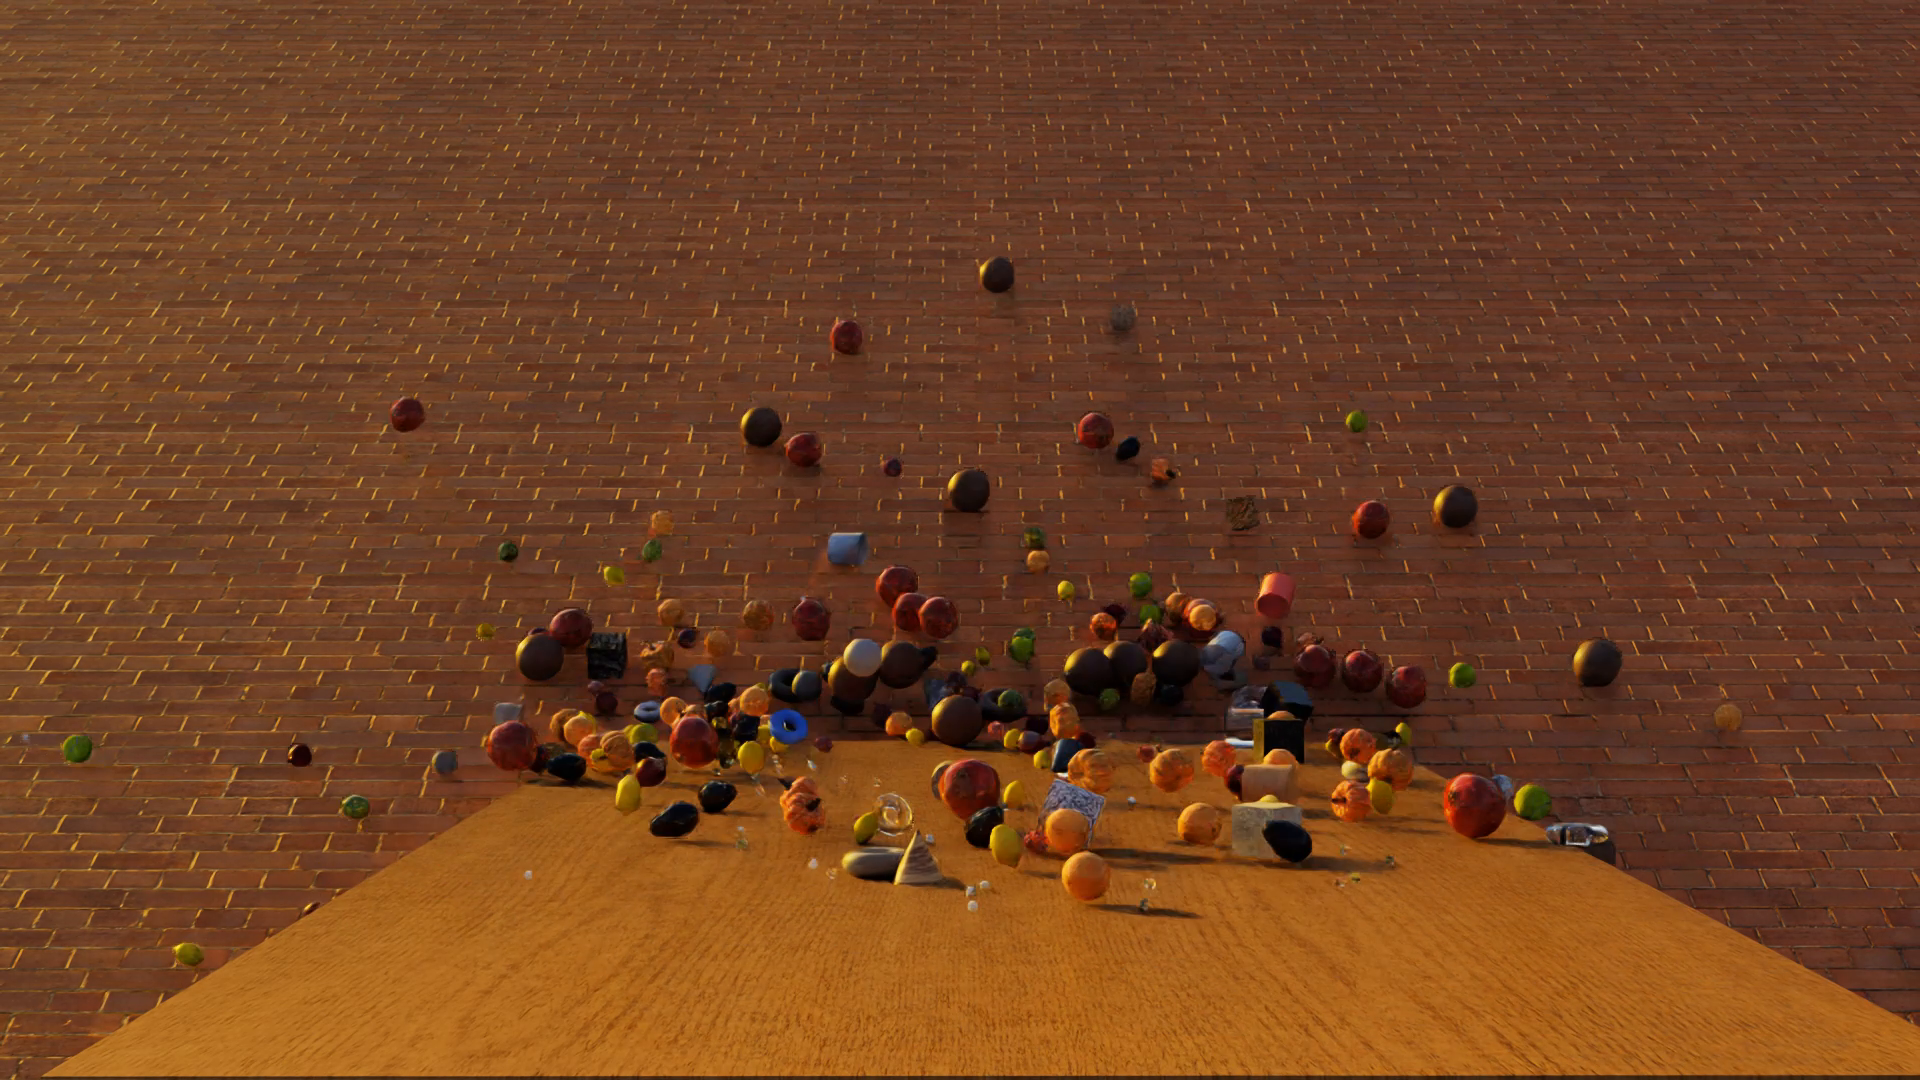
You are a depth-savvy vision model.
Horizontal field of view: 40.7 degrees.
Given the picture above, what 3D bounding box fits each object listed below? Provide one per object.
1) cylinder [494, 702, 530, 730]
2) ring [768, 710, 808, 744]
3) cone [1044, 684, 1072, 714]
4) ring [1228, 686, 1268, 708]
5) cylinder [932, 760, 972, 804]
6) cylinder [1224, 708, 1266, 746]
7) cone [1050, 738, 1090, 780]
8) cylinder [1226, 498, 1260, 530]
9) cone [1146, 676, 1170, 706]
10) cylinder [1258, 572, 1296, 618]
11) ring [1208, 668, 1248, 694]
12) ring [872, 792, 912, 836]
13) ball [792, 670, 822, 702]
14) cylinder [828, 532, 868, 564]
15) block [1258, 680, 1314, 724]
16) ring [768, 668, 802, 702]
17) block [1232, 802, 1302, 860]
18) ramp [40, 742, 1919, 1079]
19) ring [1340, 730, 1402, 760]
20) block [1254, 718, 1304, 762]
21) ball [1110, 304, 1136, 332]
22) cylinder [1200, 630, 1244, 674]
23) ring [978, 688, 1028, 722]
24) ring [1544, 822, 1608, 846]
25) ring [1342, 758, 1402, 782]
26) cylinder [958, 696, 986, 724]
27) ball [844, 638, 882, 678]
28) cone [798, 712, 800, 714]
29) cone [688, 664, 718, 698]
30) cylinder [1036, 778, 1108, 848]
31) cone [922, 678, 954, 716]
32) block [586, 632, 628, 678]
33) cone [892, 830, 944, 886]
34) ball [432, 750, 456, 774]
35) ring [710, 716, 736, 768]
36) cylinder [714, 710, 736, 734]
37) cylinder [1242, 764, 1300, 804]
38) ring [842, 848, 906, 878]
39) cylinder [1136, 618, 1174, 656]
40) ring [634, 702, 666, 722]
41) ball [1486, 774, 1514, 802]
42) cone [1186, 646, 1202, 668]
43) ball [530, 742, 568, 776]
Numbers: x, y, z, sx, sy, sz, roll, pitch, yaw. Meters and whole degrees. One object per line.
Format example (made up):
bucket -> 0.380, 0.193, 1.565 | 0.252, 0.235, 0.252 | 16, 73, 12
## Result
cylinder -> -1.159, 0.456, 6.683 | 0.068, 0.068, 0.068 | 5, 29, 19
ring -> -0.406, 0.442, 6.115 | 0.097, 0.032, 0.097 | 11, 46, -12
cone -> 0.262, 0.412, 6.916 | 0.078, 0.078, 0.078 | 0, 29, 0
ring -> 0.789, 0.438, 6.903 | 0.143, 0.048, 0.143 | -1, 28, 1
cylinder -> -0.018, 0.486, 5.192 | 0.080, 0.080, 0.080 | 0, 0, 0
cylinder -> 0.709, 0.466, 6.435 | 0.096, 0.096, 0.096 | 2, 29, 12
cone -> 0.216, 0.486, 5.564 | 0.097, 0.097, 0.097 | 14, 19, 24
cylinder -> 0.847, -0.078, 7.739 | 0.083, 0.083, 0.083 | -14, 6, 1
cone -> 0.534, 0.397, 6.954 | 0.068, 0.068, 0.068 | 0, 29, 0
cylinder -> 0.897, 0.158, 7.332 | 0.093, 0.093, 0.093 | 8, 41, 15
ring -> 0.728, 0.379, 7.021 | 0.106, 0.035, 0.106 | 1, 29, -1
ring -> -0.121, 0.486, 4.575 | 0.078, 0.078, 0.026 | 17, 8, 28
ball -> -0.408, 0.389, 6.902 | 0.083, 0.083, 0.083 | 0, 29, 0
cylinder -> -0.330, 0.026, 7.588 | 0.093, 0.093, 0.093 | 1, 28, 15
block -> 0.856, 0.438, 6.792 | 0.093, 0.093, 0.093 | 10, 31, -26
ring -> -0.456, 0.392, 6.985 | 0.129, 0.043, 0.129 | 5, 31, -3
block -> 0.518, 0.490, 4.369 | 0.084, 0.084, 0.084 | 0, 1, 40
ramp -> 0.065, 0.580, 4.626 | 2.000, 0.100, 4.000 | 0, 0, 0
ring -> 0.971, 0.485, 6.106 | 0.147, 0.049, 0.147 | -12, -4, -1
block -> 0.752, 0.471, 6.099 | 0.097, 0.097, 0.097 | 0, 0, -9
ball -> 0.571, -0.778, 9.064 | 0.094, 0.094, 0.094 | 0, 29, 0
cylinder -> 0.709, 0.304, 6.994 | 0.091, 0.091, 0.091 | 14, 29, 24
ring -> 0.114, 0.440, 6.899 | 0.137, 0.046, 0.137 | 0, 27, 0
ring -> 1.075, 0.513, 4.507 | 0.108, 0.036, 0.108 | 2, -3, 0
ring -> 0.898, 0.501, 5.639 | 0.131, 0.044, 0.131 | -1, 1, 0
cylinder -> 0.030, 0.453, 6.846 | 0.053, 0.053, 0.053 | 43, 45, 17
ball -> -0.209, 0.254, 5.586 | 0.085, 0.085, 0.085 | 0, 29, 0
cone -> -0.457, 0.467, 6.810 | 0.054, 0.054, 0.054 | 27, 10, -37
cone -> -0.693, 0.392, 6.995 | 0.082, 0.082, 0.082 | -5, 56, -8
cylinder -> 0.192, 0.470, 4.449 | 0.094, 0.094, 0.094 | 21, 33, 9
cone -> -0.069, 0.434, 6.914 | 0.090, 0.090, 0.090 | 7, 55, 12
block -> -0.965, 0.316, 7.073 | 0.092, 0.092, 0.092 | 2, 27, 3
cone -> -0.066, 0.492, 4.040 | 0.085, 0.085, 0.085 | 0, 0, 0
ball -> -1.326, 0.570, 6.646 | 0.062, 0.062, 0.062 | 0, 29, 0
ring -> -0.529, 0.451, 5.768 | 0.039, 0.118, 0.118 | -11, 30, -12
cylinder -> -0.617, 0.482, 6.782 | 0.057, 0.057, 0.057 | 3, 65, -7
cylinder -> 0.601, 0.480, 5.003 | 0.091, 0.091, 0.091 | -2, 27, 22
ring -> -0.126, 0.514, 4.115 | 0.123, 0.041, 0.123 | -1, -1, 0
cylinder -> 0.537, 0.270, 7.146 | 0.077, 0.077, 0.077 | 30, 32, -2
ring -> -0.825, 0.458, 6.885 | 0.086, 0.029, 0.086 | -1, 25, 1
ball -> 1.358, 0.623, 6.493 | 0.067, 0.067, 0.067 | 0, 29, 0
cone -> 0.648, 0.315, 7.096 | 0.058, 0.058, 0.058 | -1, 8, 0
ball -> -1.054, 0.564, 6.625 | 0.093, 0.093, 0.093 | 0, 29, 0
